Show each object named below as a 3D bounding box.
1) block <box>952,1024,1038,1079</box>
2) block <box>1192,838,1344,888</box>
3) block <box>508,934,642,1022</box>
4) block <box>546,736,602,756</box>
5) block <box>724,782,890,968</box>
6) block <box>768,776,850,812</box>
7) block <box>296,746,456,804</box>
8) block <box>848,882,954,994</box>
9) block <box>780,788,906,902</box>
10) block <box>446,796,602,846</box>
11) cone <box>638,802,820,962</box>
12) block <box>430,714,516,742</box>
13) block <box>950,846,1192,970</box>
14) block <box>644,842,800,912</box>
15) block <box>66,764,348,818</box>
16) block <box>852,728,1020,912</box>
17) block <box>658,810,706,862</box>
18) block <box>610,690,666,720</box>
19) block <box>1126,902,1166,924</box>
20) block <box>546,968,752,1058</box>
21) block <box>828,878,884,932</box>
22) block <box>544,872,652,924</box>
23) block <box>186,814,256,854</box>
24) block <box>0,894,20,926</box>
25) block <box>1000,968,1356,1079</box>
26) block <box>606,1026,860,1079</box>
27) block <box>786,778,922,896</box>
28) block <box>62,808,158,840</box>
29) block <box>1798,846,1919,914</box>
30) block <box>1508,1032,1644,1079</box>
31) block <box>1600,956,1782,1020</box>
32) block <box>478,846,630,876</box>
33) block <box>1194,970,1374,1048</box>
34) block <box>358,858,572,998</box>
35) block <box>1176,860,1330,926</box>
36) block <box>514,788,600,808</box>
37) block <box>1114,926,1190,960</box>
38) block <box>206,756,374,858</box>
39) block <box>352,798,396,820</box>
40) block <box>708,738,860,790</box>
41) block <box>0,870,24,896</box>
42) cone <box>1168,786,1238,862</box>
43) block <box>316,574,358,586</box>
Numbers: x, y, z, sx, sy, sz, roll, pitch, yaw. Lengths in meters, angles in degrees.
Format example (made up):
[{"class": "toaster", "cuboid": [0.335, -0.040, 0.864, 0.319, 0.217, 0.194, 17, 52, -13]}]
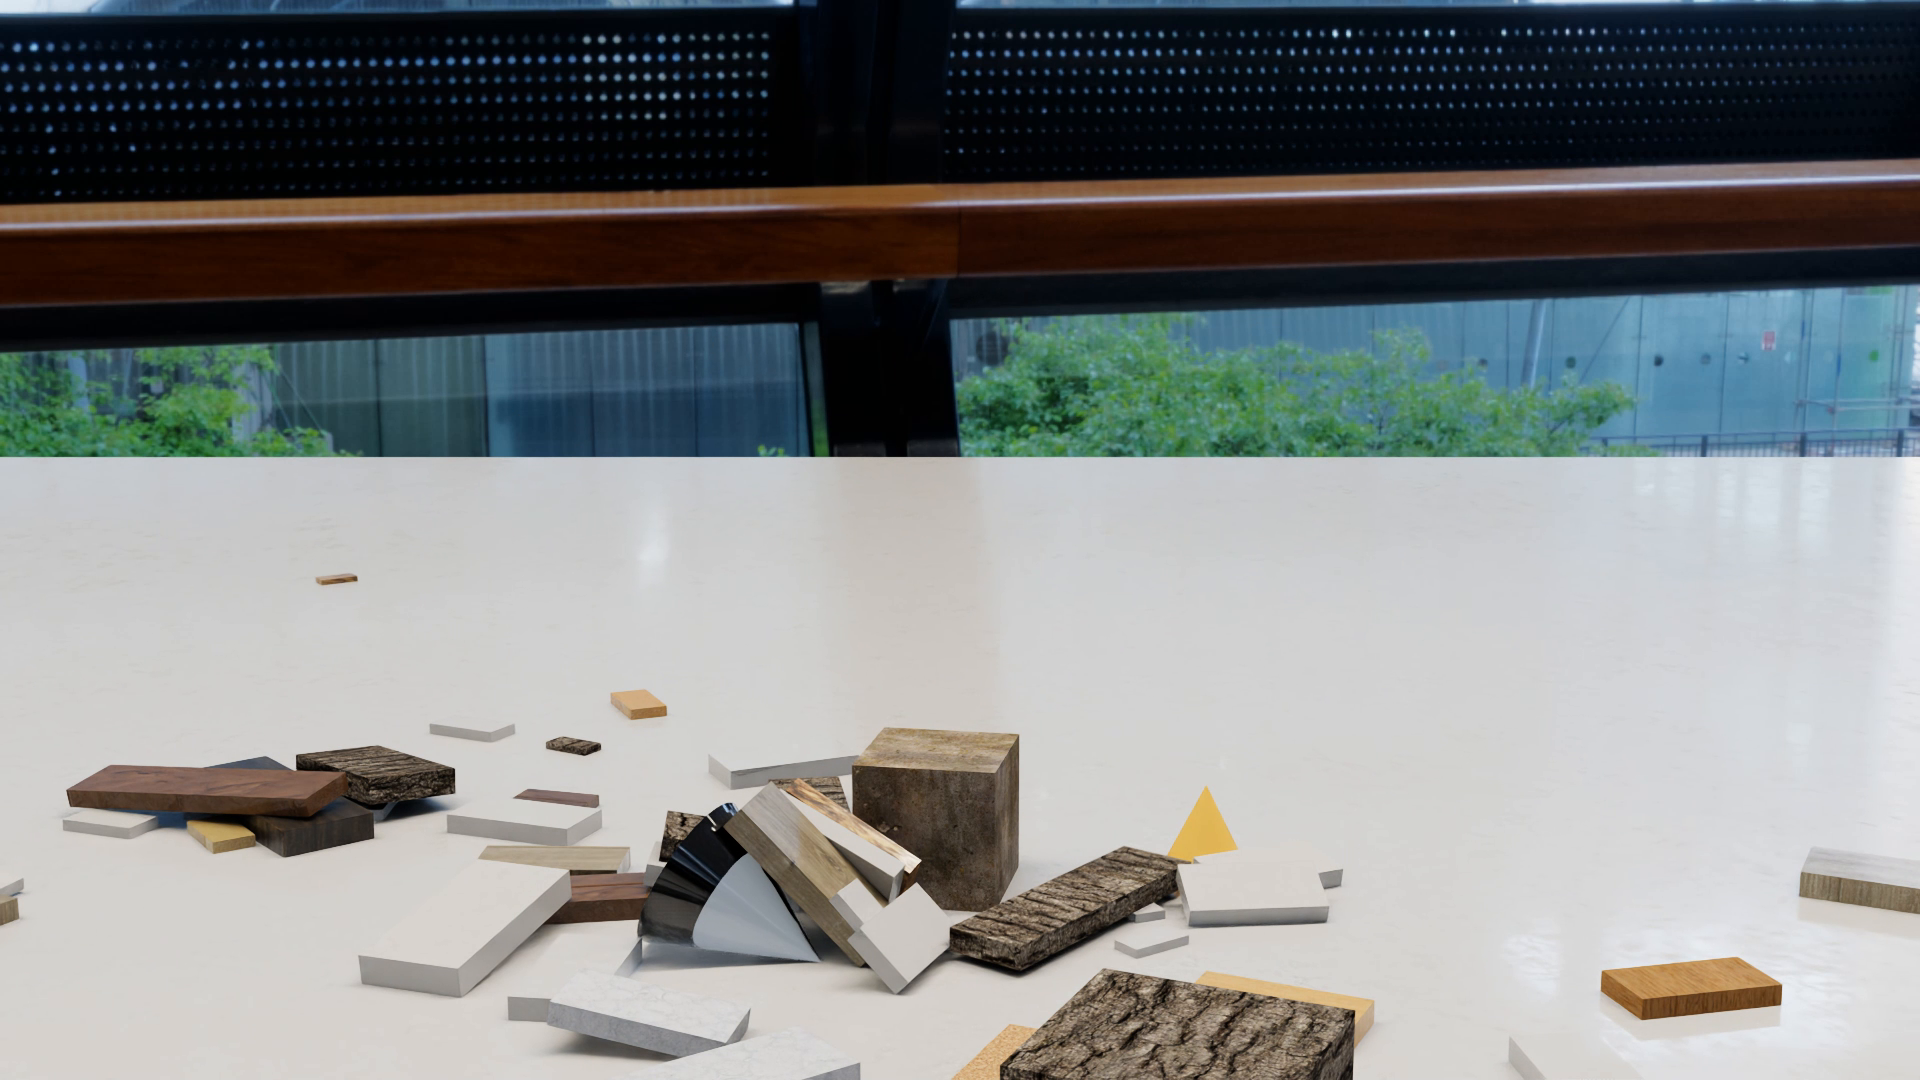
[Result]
[{"class": "block", "cuboid": [0.075, 0.709, 2.942, 0.108, 0.030, 0.215, 5, 11, 24]}, {"class": "block", "cuboid": [0.517, 0.558, 3.702, 0.227, 0.032, 0.113, -5, 22, -25]}, {"class": "block", "cuboid": [-0.567, 0.648, 3.259, 0.127, 0.036, 0.255, 1, 11, 7]}, {"class": "block", "cuboid": [-0.795, 0.424, 4.525, 0.104, 0.015, 0.052, 6, 12, 30]}, {"class": "block", "cuboid": [-0.226, 0.516, 3.414, 0.299, 0.042, 0.149, 46, 17, 2]}, {"class": "block", "cuboid": [-0.278, 0.497, 4.068, 0.134, 0.038, 0.268, -2, 11, -8]}, {"class": "block", "cuboid": [-1.119, 0.446, 4.200, 0.170, 0.048, 0.339, -4, 5, -39]}, {"class": "block", "cuboid": [-0.081, 0.603, 3.339, 0.108, 0.030, 0.215, 47, 23, 8]}, {"class": "block", "cuboid": [-0.206, 0.509, 3.527, 0.244, 0.122, 0.035, 28, 43, 18]}, {"class": "block", "cuboid": [-0.791, 0.511, 3.999, 0.248, 0.035, 0.124, 4, 11, 20]}, {"class": "cone", "cuboid": [-0.318, 0.582, 3.397, 0.255, 0.255, 0.255, 31, 20, 15]}, {"class": "block", "cuboid": [-1.029, 0.398, 4.642, 0.161, 0.023, 0.081, 5, 12, 26]}, {"class": "block", "cuboid": [0.185, 0.583, 3.520, 0.134, 0.038, 0.487, 8, 13, 37]}, {"class": "block", "cuboid": [-0.387, 0.554, 3.630, 0.255, 0.036, 0.127, 10, 9, -3]}, {"class": "block", "cuboid": [-1.384, 0.459, 4.037, 0.533, 0.035, 0.122, -1, 17, 20]}, {"class": "block", "cuboid": [-0.037, 0.465, 3.691, 0.237, 0.237, 0.237, 2, 11, 11]}, {"class": "block", "cuboid": [-0.346, 0.515, 3.667, 0.299, 0.042, 0.149, 10, 9, -6]}, {"class": "block", "cuboid": [-0.708, 0.361, 4.838, 0.081, 0.023, 0.161, -5, 12, -24]}, {"class": "block", "cuboid": [0.285, 0.597, 3.588, 0.054, 0.015, 0.107, -5, 11, -23]}, {"class": "block", "cuboid": [-0.432, 0.663, 3.065, 0.253, 0.036, 0.126, 11, 12, 8]}, {"class": "block", "cuboid": [-0.130, 0.588, 3.352, 0.148, 0.021, 0.074, 48, 22, 8]}, {"class": "block", "cuboid": [-0.573, 0.585, 3.599, 0.255, 0.036, 0.127, -2, 11, -9]}, {"class": "block", "cuboid": [-1.327, 0.527, 3.949, 0.075, 0.021, 0.150, -7, 13, -35]}, {"class": "block", "cuboid": [-1.658, 0.593, 3.554, 0.248, 0.035, 0.124, 6, 12, 28]}, {"class": "block", "cuboid": [0.239, 0.678, 2.380, 0.298, 0.298, 0.298, 5, 12, 24]}, {"class": "block", "cuboid": [-0.298, 0.715, 2.877, 0.303, 0.043, 0.152, -8, 13, -36]}, {"class": "block", "cuboid": [-0.184, 0.498, 3.553, 0.244, 0.122, 0.035, 32, 44, 15]}, {"class": "block", "cuboid": [-1.548, 0.516, 4.007, 0.150, 0.021, 0.075, 4, 11, 20]}, {"class": "block", "cuboid": [1.579, 0.573, 3.641, 0.337, 0.043, 0.152, 5, 12, 27]}, {"class": "block", "cuboid": [0.826, 0.716, 2.890, 0.126, 0.036, 0.253, -1, 11, -6]}, {"class": "block", "cuboid": [1.071, 0.656, 3.224, 0.227, 0.032, 0.113, -3, 11, -14]}, {"class": "block", "cuboid": [-0.696, 0.558, 3.746, 0.248, 0.035, 0.124, 0, 11, 2]}, {"class": "block", "cuboid": [0.448, 0.672, 3.129, 0.253, 0.036, 0.126, 5, 12, 26]}, {"class": "block", "cuboid": [-0.759, 0.595, 3.399, 0.170, 0.048, 0.339, 4, 18, 18]}, {"class": "block", "cuboid": [0.473, 0.572, 3.569, 0.227, 0.032, 0.113, -1, 32, -6]}, {"class": "block", "cuboid": [-0.762, 0.493, 4.132, 0.148, 0.021, 0.074, 3, 11, 16]}, {"class": "block", "cuboid": [0.299, 0.627, 3.429, 0.107, 0.015, 0.054, -8, 13, -35]}, {"class": "block", "cuboid": [-1.271, 0.490, 4.078, 0.170, 0.048, 0.477, -9, 14, -39]}, {"class": "block", "cuboid": [-1.103, 0.494, 4.127, 0.074, 0.021, 0.148, 0, 11, -1]}, {"class": "block", "cuboid": [-0.349, 0.443, 4.357, 0.268, 0.038, 0.134, -5, 12, -25]}, {"class": "block", "cuboid": [-1.646, 0.566, 3.665, 0.150, 0.021, 0.075, 13, 20, 22]}, {"class": "cone", "cuboid": [0.422, 0.493, 3.782, 0.149, 0.149, 0.149, 0, 11, 0]}, {"class": "block", "cuboid": [-1.760, 0.111, 6.211, 0.104, 0.015, 0.052, -7, 13, -34]}]
